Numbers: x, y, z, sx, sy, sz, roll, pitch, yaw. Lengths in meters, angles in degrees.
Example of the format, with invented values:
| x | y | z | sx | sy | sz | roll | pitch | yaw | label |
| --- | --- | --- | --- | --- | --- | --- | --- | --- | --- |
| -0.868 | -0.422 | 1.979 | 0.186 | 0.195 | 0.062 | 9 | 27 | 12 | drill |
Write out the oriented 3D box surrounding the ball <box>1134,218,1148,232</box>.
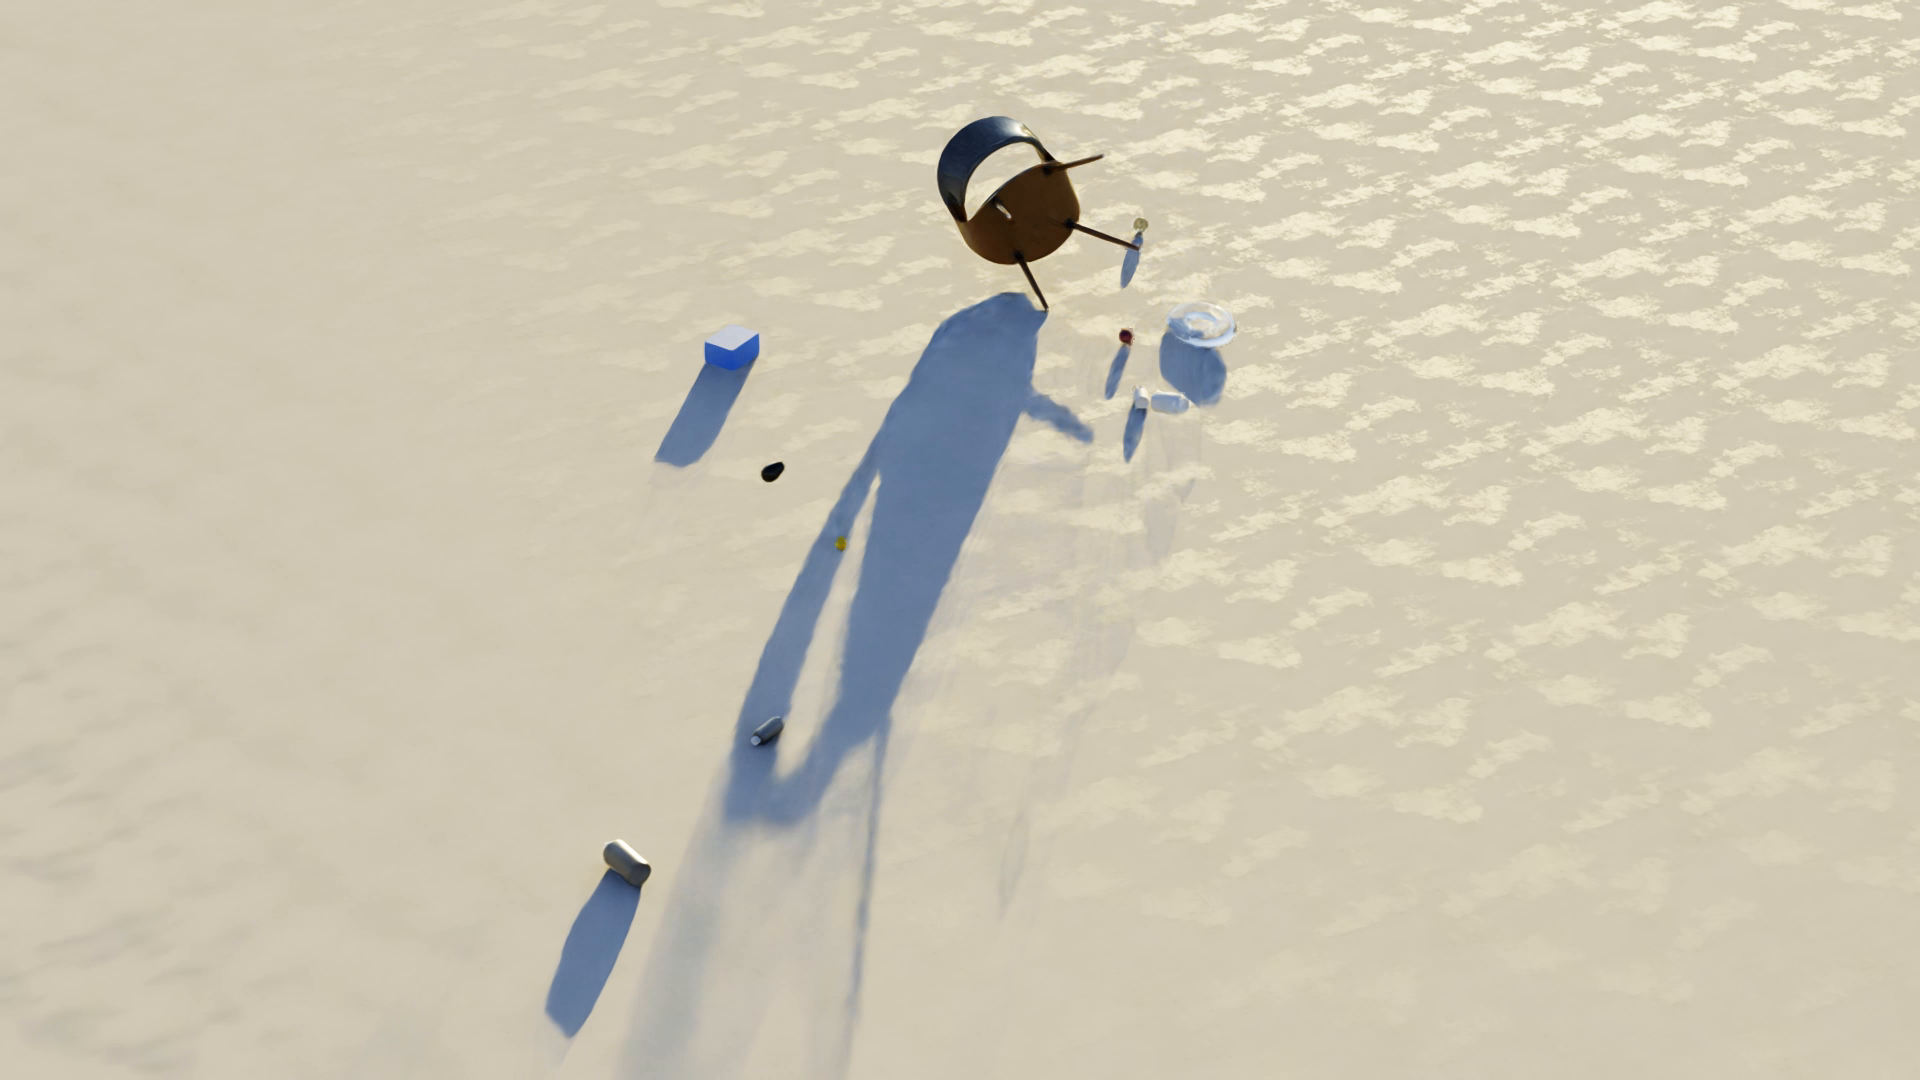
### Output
| x | y | z | sx | sy | sz | roll | pitch | yaw | label |
| --- | --- | --- | --- | --- | --- | --- | --- | --- | --- |
| 0.802 | -1.398 | 13.005 | 0.067 | 0.067 | 0.067 | 0 | 33 | 0 | ball |

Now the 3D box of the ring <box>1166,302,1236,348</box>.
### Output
| x | y | z | sx | sy | sz | roll | pitch | yaw | label |
| --- | --- | --- | --- | --- | --- | --- | --- | --- | --- |
| 1.008 | -0.902 | 12.247 | 0.258 | 0.053 | 0.363 | -25 | 39 | -20 | ring |

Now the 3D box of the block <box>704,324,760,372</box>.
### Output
| x | y | z | sx | sy | sz | roll | pitch | yaw | label |
| --- | --- | --- | --- | --- | --- | --- | --- | --- | --- |
| -0.937 | -0.793 | 12.061 | 0.143 | 0.096 | 0.181 | 20 | 38 | 27 | block |
